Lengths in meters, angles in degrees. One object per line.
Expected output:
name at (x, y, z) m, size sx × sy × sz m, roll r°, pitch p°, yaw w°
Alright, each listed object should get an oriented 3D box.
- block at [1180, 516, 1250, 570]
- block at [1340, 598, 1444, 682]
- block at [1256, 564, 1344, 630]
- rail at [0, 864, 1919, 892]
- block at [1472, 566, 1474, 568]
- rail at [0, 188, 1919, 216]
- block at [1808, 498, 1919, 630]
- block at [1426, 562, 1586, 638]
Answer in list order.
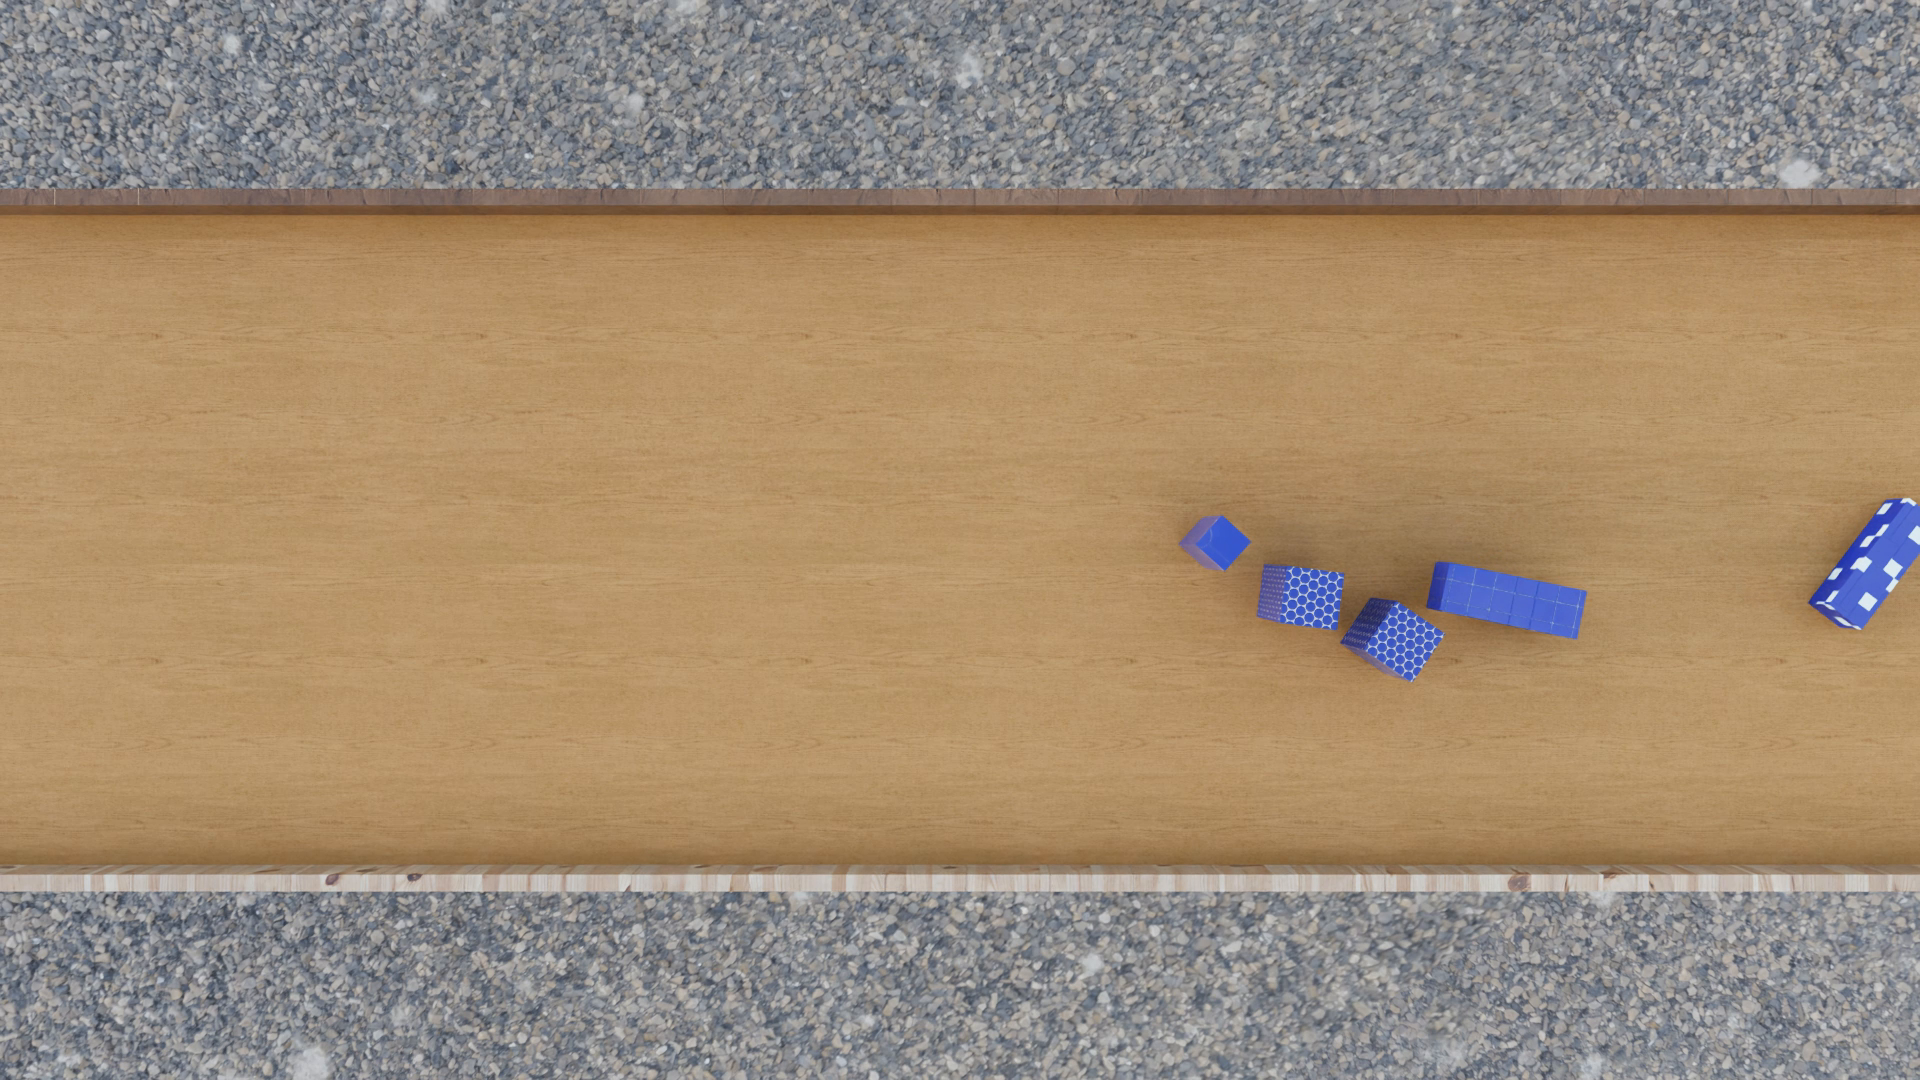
block at (0.751, 0.009, 4.889) m, size 0.113 × 0.376 × 0.113 m, roll 42°, pitch 90°, yaw 0°
block at (1.287, 0.294, 4.925) m, size 0.170 × 0.303 × 0.170 m, roll 34°, pitch 90°, yaw 0°
block at (1.005, 0.166, 4.893) m, size 0.164 × 0.367 × 0.164 m, roll 8°, pitch 90°, yaw 0°
rail at (-2.247, 1.025, 5.001) m, size 12.000 × 0.150 × 0.050 m, roll 0°, pitch 90°, yaw 0°
block at (1.674, 0.184, 5.010) m, size 0.339 × 0.134 × 0.134 m, roll 14°, pitch 90°, yaw 0°
rail at (-2.247, -1.025, 5.002) m, size 12.000 × 0.150 × 0.050 m, roll 0°, pitch 90°, yaw 0°
block at (2.780, 0.072, 5.014) m, size 0.124 × 0.124 × 0.401 m, roll 37°, pitch 90°, yaw 0°
block at (1.610, 0.177, 4.871) m, size 0.408 × 0.143 × 0.143 m, roll 12°, pitch 90°, yaw 0°
